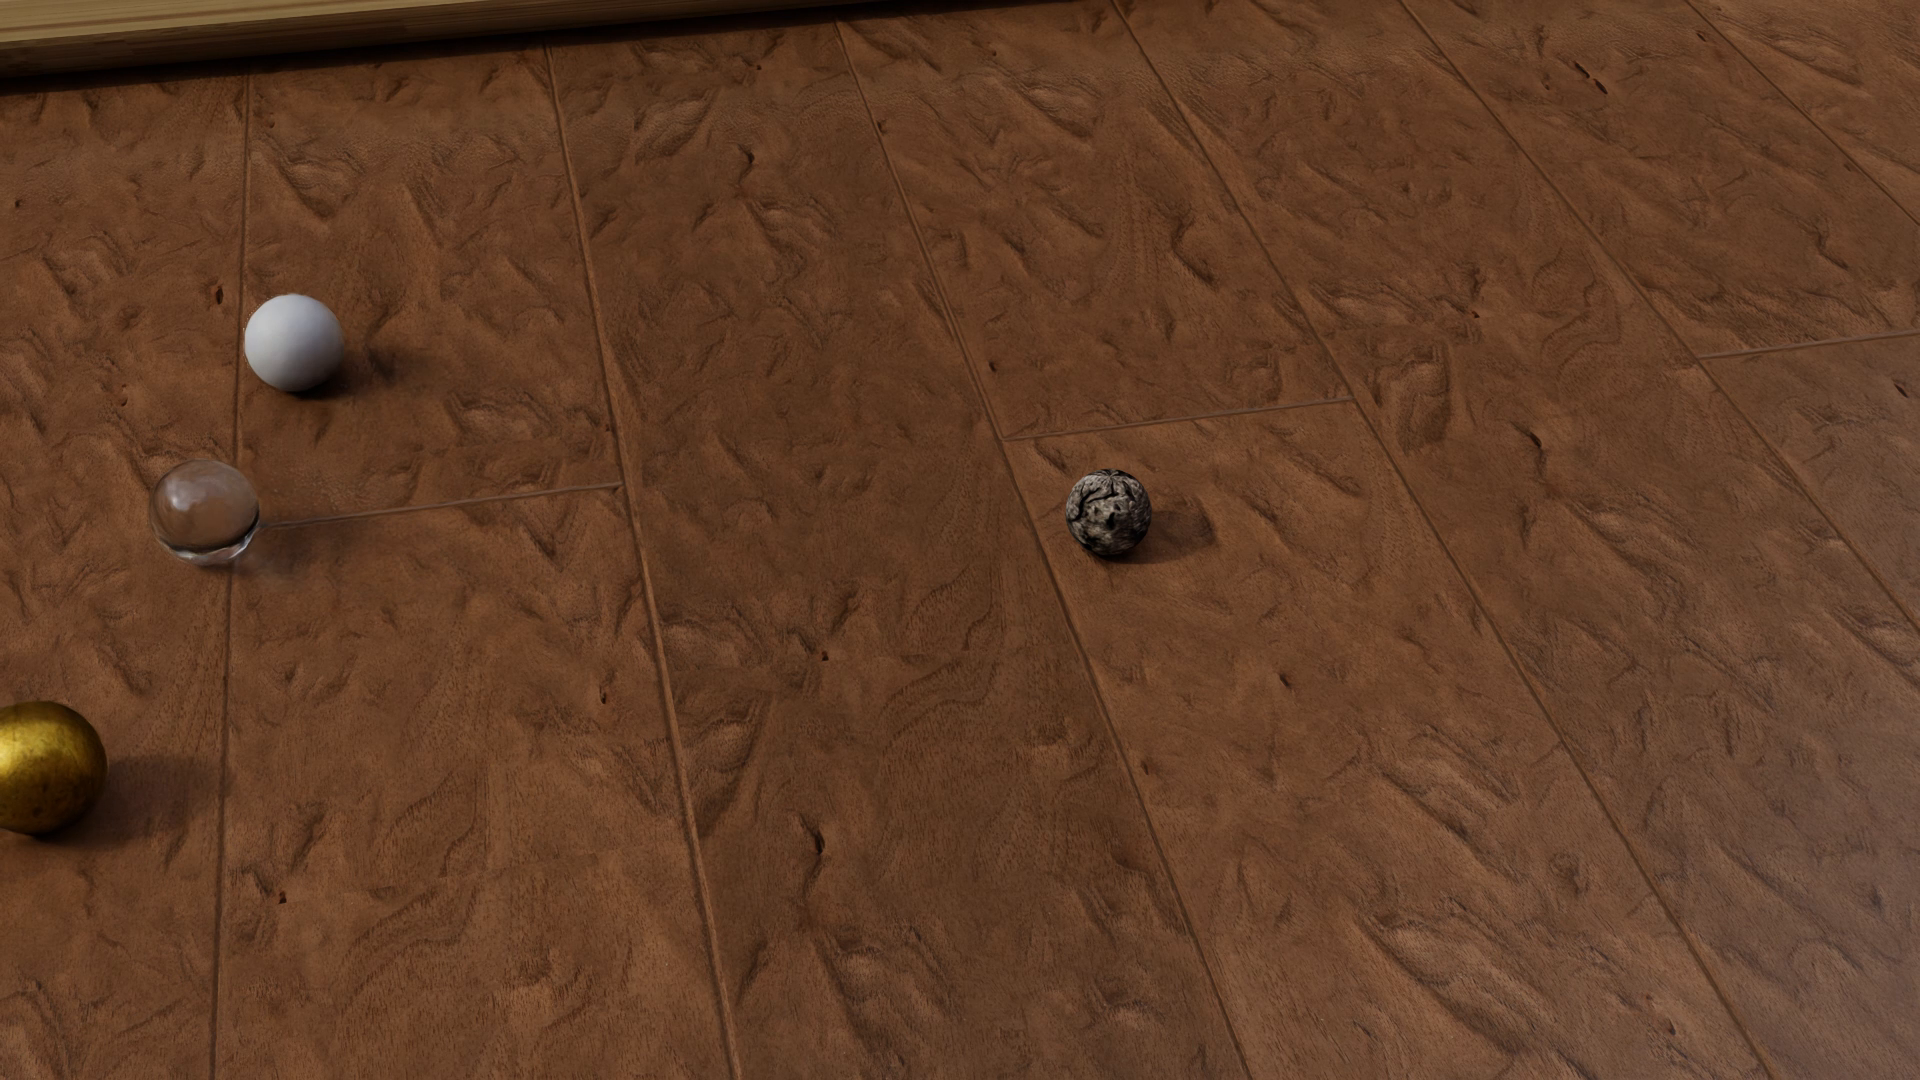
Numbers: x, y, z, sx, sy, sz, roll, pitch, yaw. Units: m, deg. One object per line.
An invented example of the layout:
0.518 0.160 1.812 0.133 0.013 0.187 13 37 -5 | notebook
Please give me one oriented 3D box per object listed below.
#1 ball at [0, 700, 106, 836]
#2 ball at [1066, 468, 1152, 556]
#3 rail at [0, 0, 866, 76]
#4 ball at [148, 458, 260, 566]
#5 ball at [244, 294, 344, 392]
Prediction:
-0.502 0.124 1.395 0.073 0.073 0.073 0 36 0 | ball
0.093 -0.017 1.603 0.054 0.054 0.054 0 36 0 | ball
0.583 -0.586 2.345 3.077 0.095 0.045 -7 37 -10 | rail
-0.470 -0.017 1.593 0.066 0.066 0.066 0 36 0 | ball
-0.455 -0.135 1.753 0.067 0.067 0.067 0 36 0 | ball
